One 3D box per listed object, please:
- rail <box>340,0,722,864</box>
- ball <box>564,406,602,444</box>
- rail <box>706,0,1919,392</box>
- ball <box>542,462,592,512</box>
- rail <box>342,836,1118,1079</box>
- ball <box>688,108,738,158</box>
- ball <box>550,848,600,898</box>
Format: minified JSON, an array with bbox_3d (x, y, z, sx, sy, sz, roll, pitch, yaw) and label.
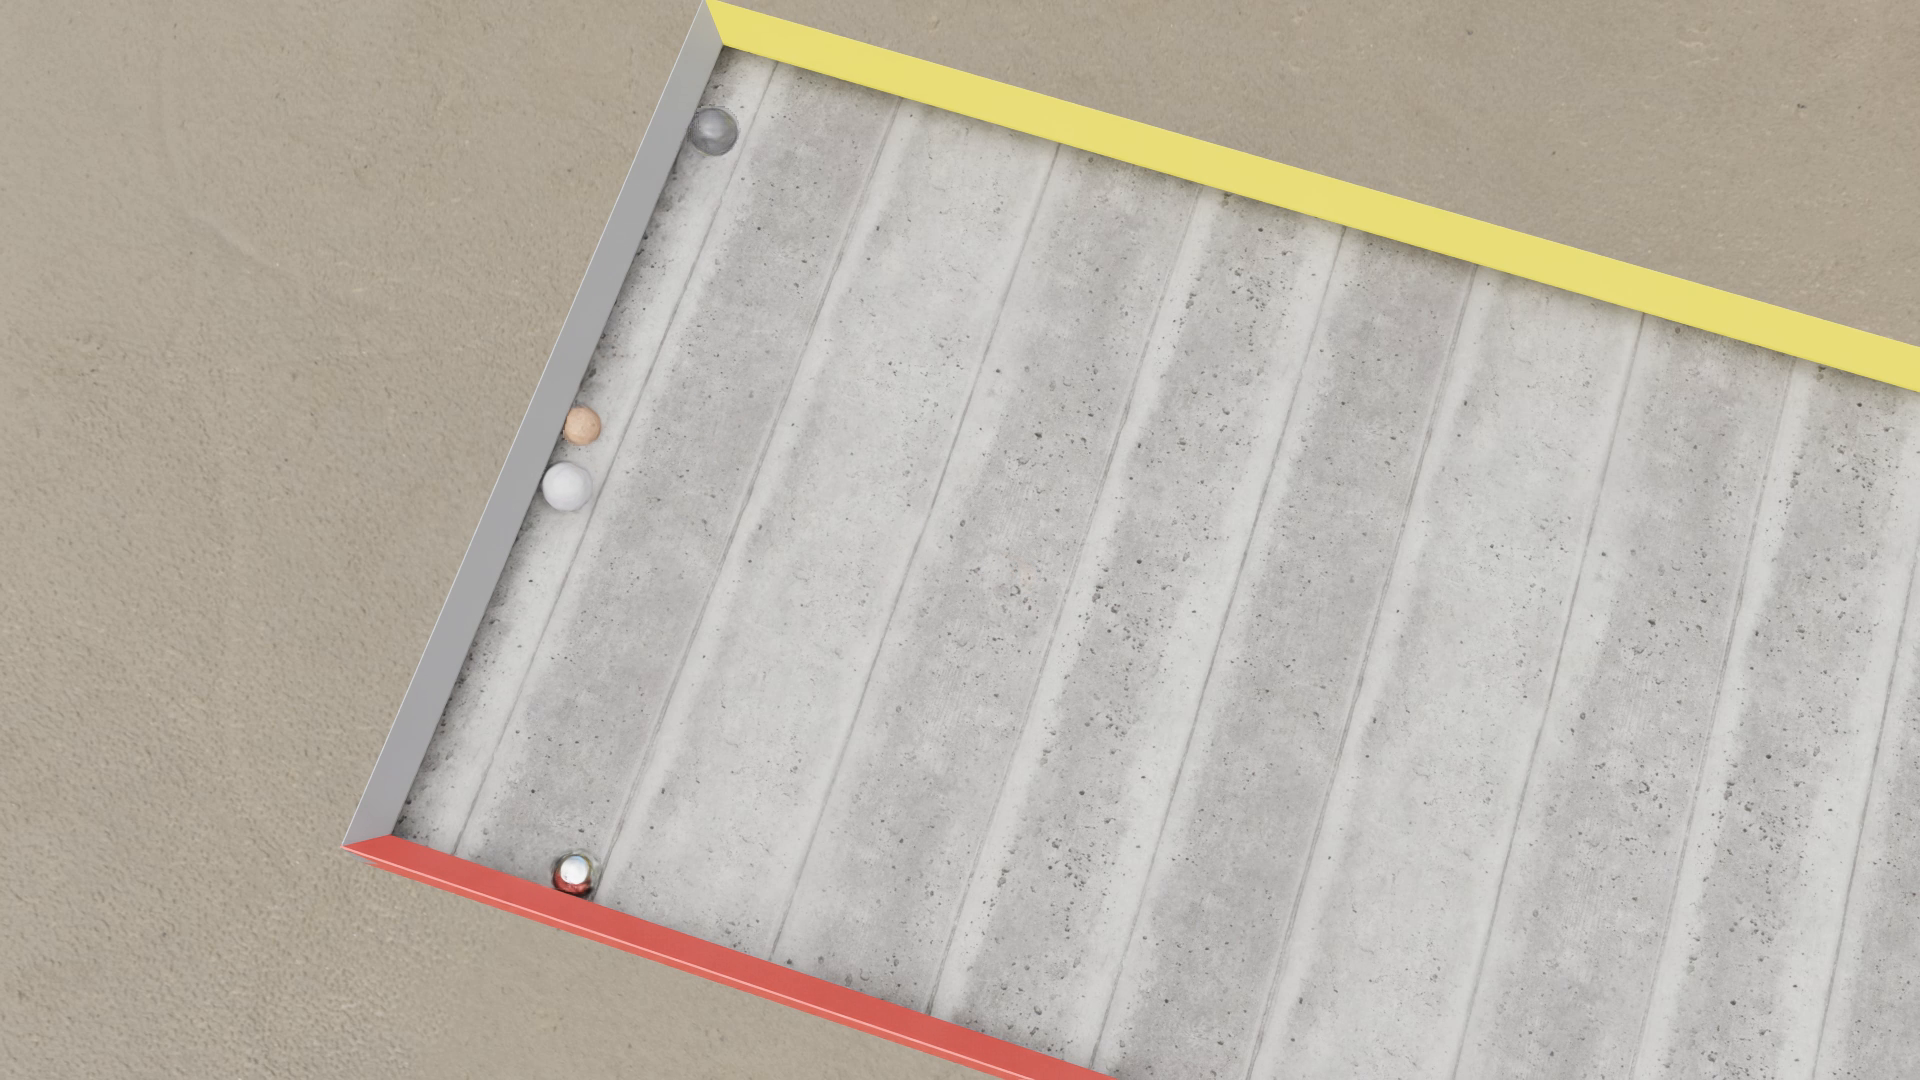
[{"bbox_3d":[-0.642,-0.206,3.477,0.045,0.107,1.509,17,72,6],"label":"rail"},{"bbox_3d":[-0.599,-0.182,3.493,0.061,0.061,0.061,0,71,0],"label":"ball"},{"bbox_3d":[0.893,-0.454,3.564,2.797,0.107,0.045,17,72,6],"label":"rail"},{"bbox_3d":[-0.617,-0.084,3.451,0.077,0.077,0.077,0,71,0],"label":"ball"},{"bbox_3d":[0.435,0.857,3.106,2.797,0.107,0.045,17,72,6],"label":"rail"},{"bbox_3d":[-0.410,-0.678,3.656,0.082,0.082,0.082,0,71,0],"label":"ball"},{"bbox_3d":[-0.569,0.492,3.251,0.075,0.075,0.075,0,71,0],"label":"ball"}]
